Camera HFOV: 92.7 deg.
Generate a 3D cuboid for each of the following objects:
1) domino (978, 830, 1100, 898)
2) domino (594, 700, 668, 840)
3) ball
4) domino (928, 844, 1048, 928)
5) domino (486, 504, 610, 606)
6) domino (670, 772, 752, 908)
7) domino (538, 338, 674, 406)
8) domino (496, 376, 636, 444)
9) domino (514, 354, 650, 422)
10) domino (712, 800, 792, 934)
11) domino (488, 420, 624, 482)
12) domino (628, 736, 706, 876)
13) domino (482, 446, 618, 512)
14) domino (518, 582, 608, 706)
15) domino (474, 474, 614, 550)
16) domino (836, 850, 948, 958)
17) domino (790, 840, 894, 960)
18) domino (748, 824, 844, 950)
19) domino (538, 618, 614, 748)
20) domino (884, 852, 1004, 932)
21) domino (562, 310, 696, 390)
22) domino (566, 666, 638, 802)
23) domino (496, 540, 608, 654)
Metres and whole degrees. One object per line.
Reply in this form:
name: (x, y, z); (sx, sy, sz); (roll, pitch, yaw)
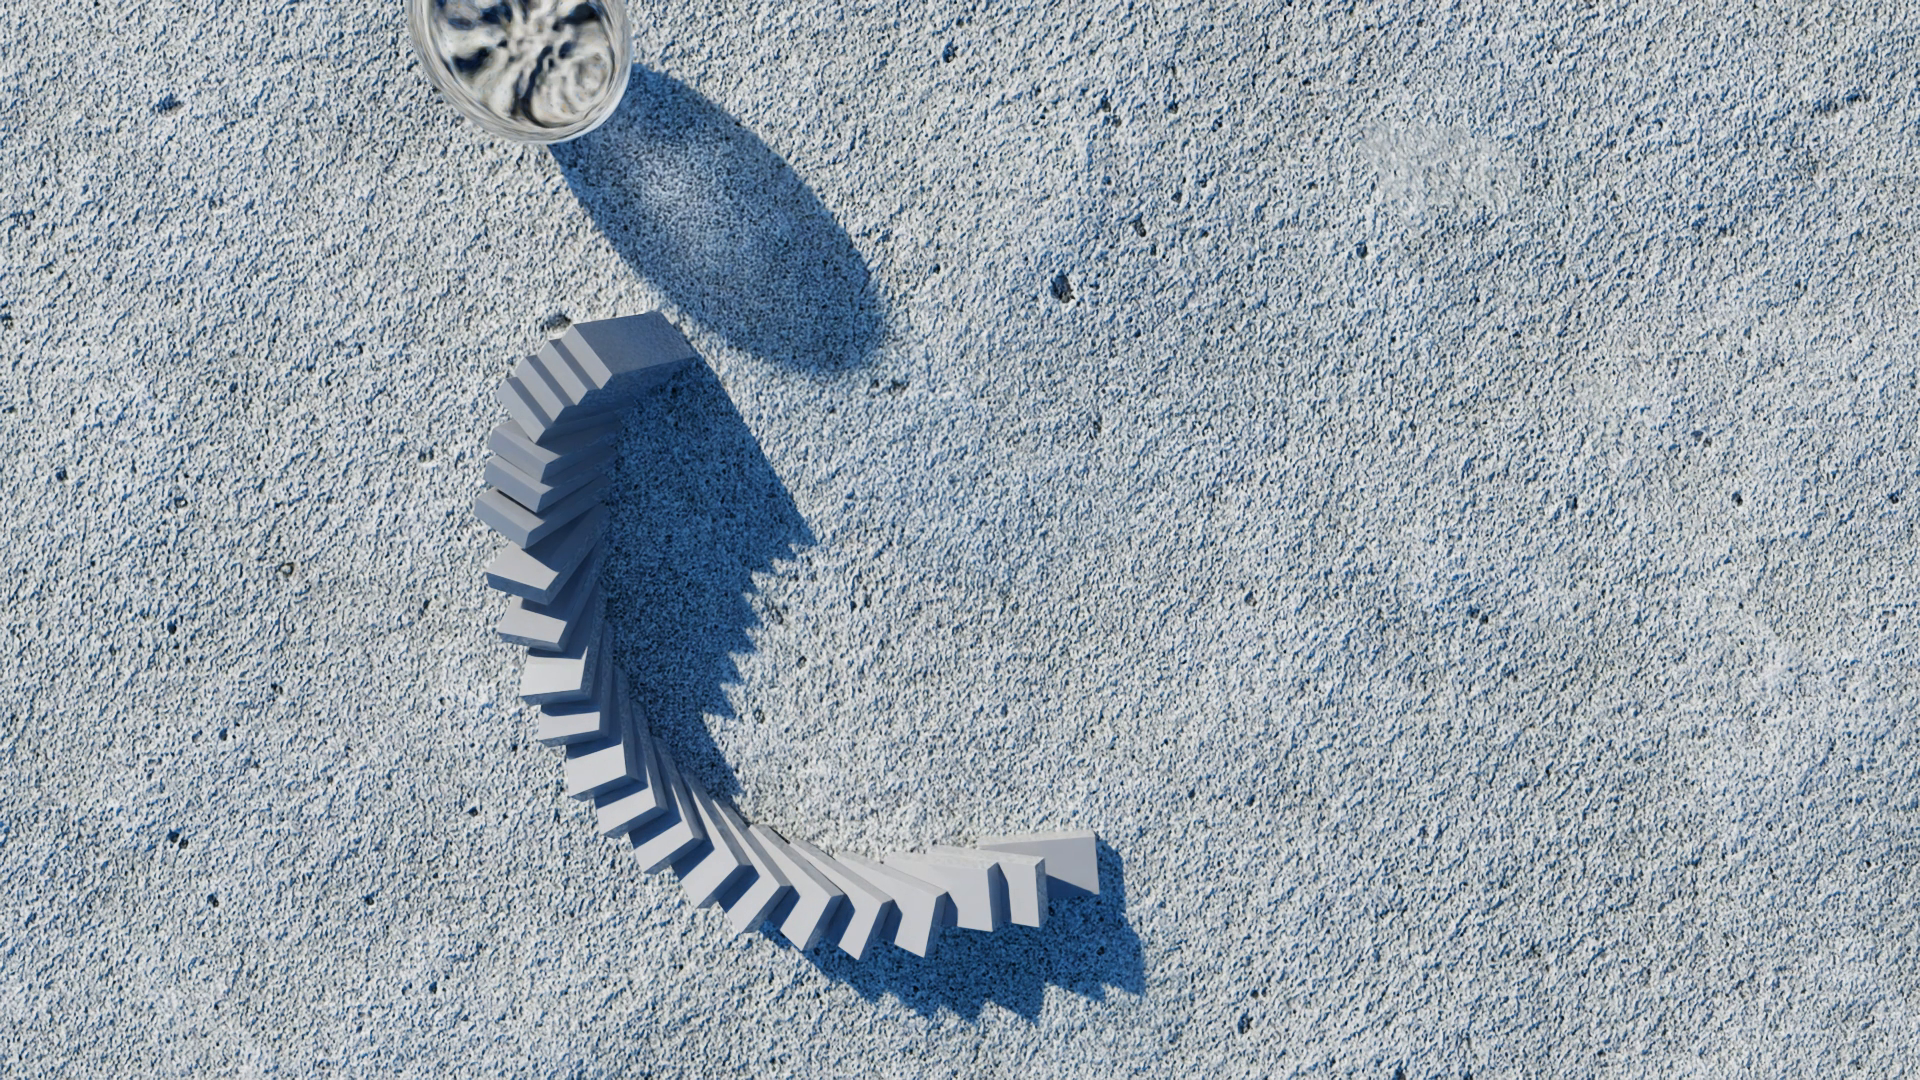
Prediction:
domino: (0.034, 0.141, 0.395); (0.050, 0.010, 0.025); (-4, 90, 0)
domino: (-0.141, 0.095, 0.383); (0.025, 0.010, 0.050); (-28, 58, 1)
ball: (-0.171, -0.199, 0.360); (0.080, 0.080, 0.080); (0, 90, 0)
domino: (0.011, 0.144, 0.384); (0.050, 0.010, 0.025); (-4, 90, 29)
domino: (-0.169, 0.003, 0.379); (0.025, 0.050, 0.010); (17, 135, 1)
domino: (-0.111, 0.125, 0.383); (0.025, 0.010, 0.050); (-46, 60, 1)
domino: (-0.144, -0.072, 0.376); (0.010, 0.050, 0.025); (-39, 90, 31)
domino: (-0.160, -0.058, 0.376); (0.009, 0.050, 0.025); (-39, 90, 31)
domino: (-0.153, -0.066, 0.376); (0.010, 0.050, 0.025); (-39, 90, 31)
domino: (-0.095, 0.136, 0.384); (0.050, 0.009, 0.025); (40, 90, 30)
domino: (-0.164, -0.043, 0.376); (0.025, 0.050, 0.010); (34, 119, 0)
domino: (-0.128, 0.110, 0.384); (0.025, 0.009, 0.050); (-35, 60, 0)
domino: (-0.167, -0.031, 0.376); (0.025, 0.050, 0.010); (32, 119, 0)
domino: (-0.164, 0.043, 0.381); (0.025, 0.010, 0.050); (-7, 55, 2)
domino: (-0.170, -0.018, 0.376); (0.025, 0.050, 0.010); (33, 124, 2)
domino: (-0.031, 0.152, 0.384); (0.050, 0.010, 0.025); (12, 90, 28)
domino: (-0.055, 0.150, 0.384); (0.050, 0.010, 0.025); (23, 90, 27)
domino: (-0.074, 0.144, 0.383); (0.050, 0.009, 0.025); (29, 91, 30)
domino: (-0.160, 0.059, 0.383); (0.025, 0.010, 0.050); (-10, 59, 0)
domino: (-0.007, 0.146, 0.383); (0.050, 0.009, 0.025); (-5, 90, 29)
domino: (-0.135, -0.079, 0.376); (0.009, 0.050, 0.025); (-39, 90, 31)
domino: (-0.151, 0.080, 0.382); (0.025, 0.010, 0.050); (-22, 58, 3)
domino: (-0.169, 0.021, 0.382); (0.025, 0.009, 0.050); (11, 57, 0)
